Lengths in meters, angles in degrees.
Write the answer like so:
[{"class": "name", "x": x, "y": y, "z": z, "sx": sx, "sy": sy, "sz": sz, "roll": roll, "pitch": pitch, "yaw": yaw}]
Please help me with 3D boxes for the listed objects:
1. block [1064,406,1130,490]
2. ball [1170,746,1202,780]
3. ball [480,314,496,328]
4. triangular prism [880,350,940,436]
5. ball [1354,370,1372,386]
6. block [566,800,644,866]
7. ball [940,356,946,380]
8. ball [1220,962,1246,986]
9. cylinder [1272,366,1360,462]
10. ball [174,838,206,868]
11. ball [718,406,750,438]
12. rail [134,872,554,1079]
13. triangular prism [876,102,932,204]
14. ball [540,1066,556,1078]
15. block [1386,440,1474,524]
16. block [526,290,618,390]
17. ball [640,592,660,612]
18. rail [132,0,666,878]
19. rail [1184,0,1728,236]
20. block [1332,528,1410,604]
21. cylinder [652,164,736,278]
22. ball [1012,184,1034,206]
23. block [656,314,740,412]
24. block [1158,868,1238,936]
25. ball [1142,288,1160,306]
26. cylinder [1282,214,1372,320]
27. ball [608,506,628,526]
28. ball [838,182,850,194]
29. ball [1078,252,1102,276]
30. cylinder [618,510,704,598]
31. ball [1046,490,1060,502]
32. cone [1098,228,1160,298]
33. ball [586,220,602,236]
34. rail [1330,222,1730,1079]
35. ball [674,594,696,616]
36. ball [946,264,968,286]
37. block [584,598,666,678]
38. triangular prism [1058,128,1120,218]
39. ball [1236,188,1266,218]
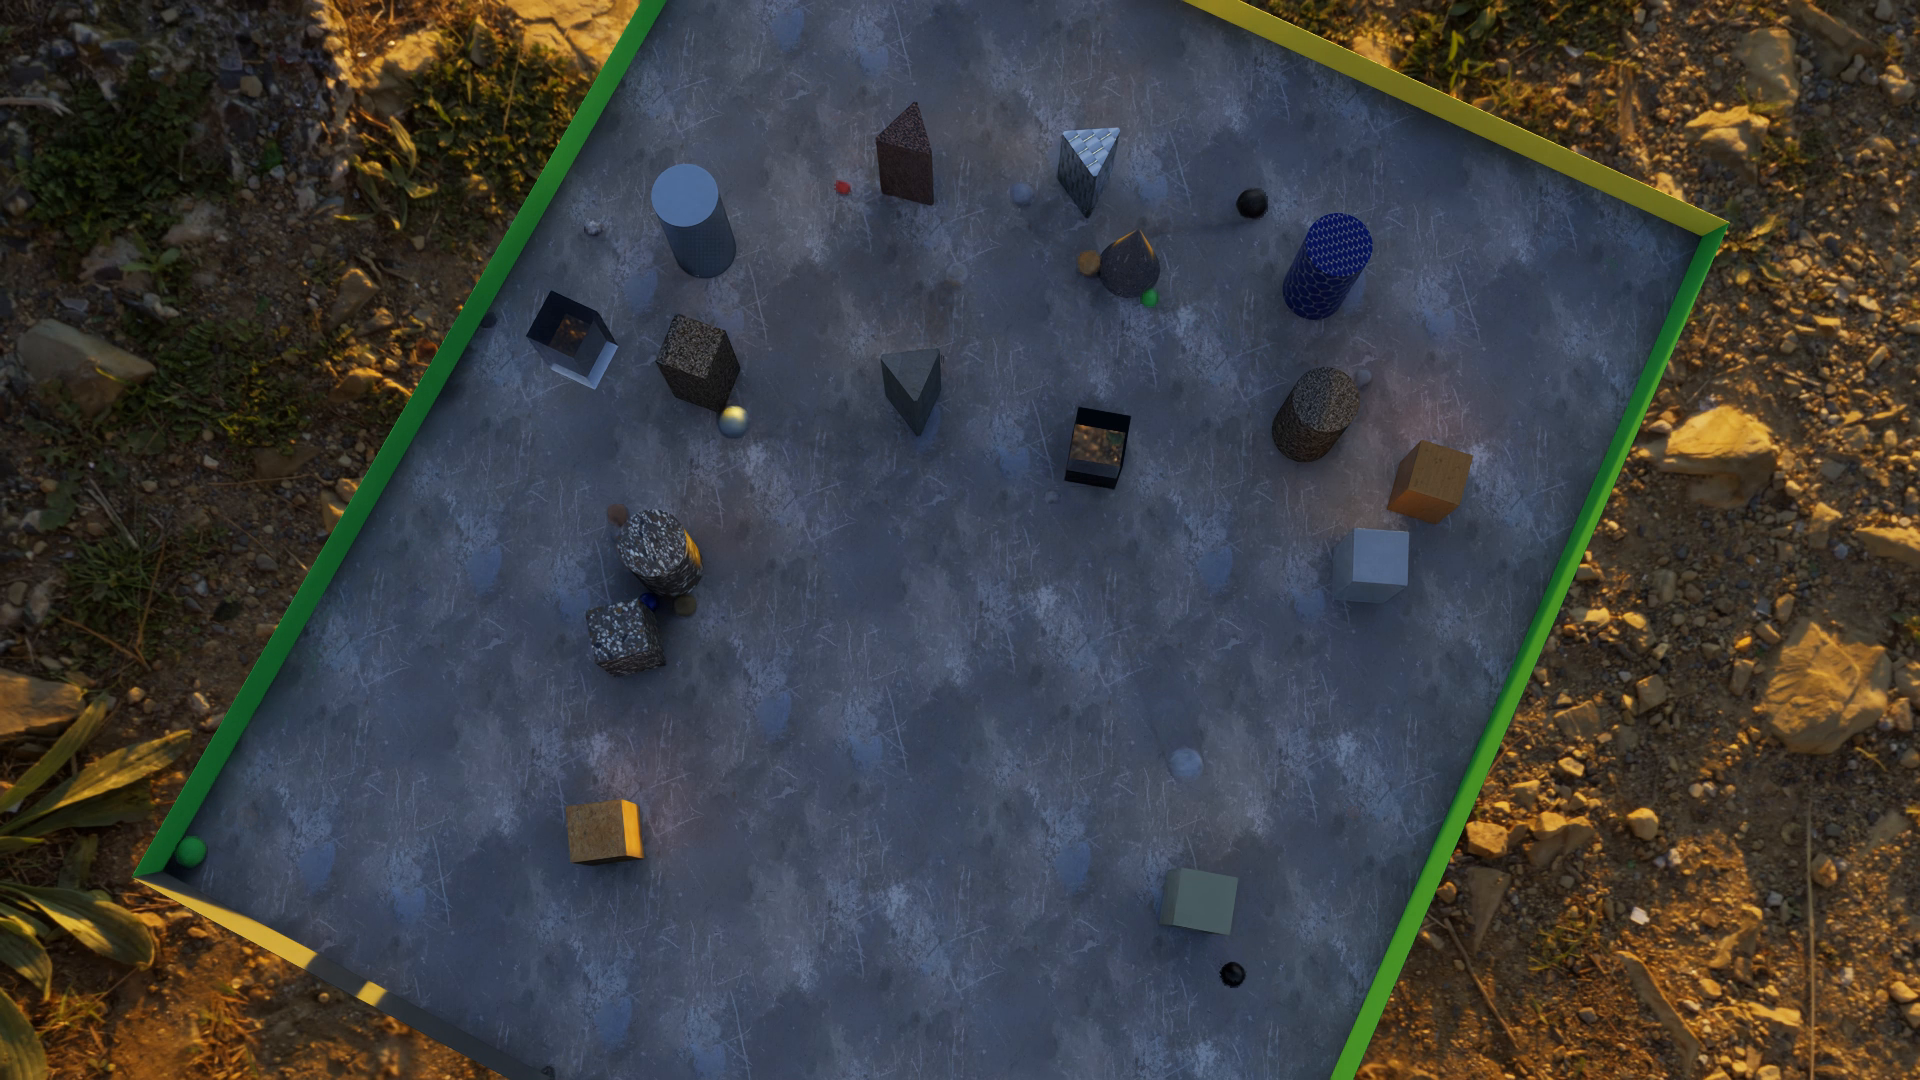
[{"class": "block", "x": 0.413, "y": -0.274, "z": 5.527, "sx": 0.158, "sy": 0.288, "sz": 0.158, "roll": 10, "pitch": 78, "yaw": 2}, {"class": "ball", "x": 0.670, "y": 0.661, "z": 5.430, "sx": 0.098, "sy": 0.098, "sz": 0.098, "roll": 0, "pitch": 78, "yaw": 0}, {"class": "ball", "x": -1.478, "y": -0.685, "z": 5.734, "sx": 0.048, "sy": 0.048, "sz": 0.048, "roll": 0, "pitch": 78, "yaw": 0}, {"class": "triangular prism", "x": -0.120, "y": -0.471, "z": 5.511, "sx": 0.148, "sy": 0.397, "sz": 0.171, "roll": -36, "pitch": 81, "yaw": -7}, {"class": "ball", "x": 1.251, "y": -0.502, "z": 5.694, "sx": 0.051, "sy": 0.051, "sz": 0.051, "roll": 0, "pitch": 78, "yaw": 0}, {"class": "block", "x": -1.022, "y": 0.847, "z": 5.291, "sx": 0.158, "sy": 0.294, "sz": 0.158, "roll": -7, "pitch": 78, "yaw": -2}, {"class": "ball", "x": -0.090, "y": -0.532, "z": 5.679, "sx": 0.093, "sy": 0.093, "sz": 0.093, "roll": 0, "pitch": 78, "yaw": 0}, {"class": "ball", "x": 0.793, "y": 1.260, "z": 5.320, "sx": 0.070, "sy": 0.070, "sz": 0.070, "roll": 0, "pitch": 78, "yaw": 0}, {"class": "cylinder", "x": 1.066, "y": -0.373, "z": 5.509, "sx": 0.197, "sy": 0.361, "sz": 0.197, "roll": 0, "pitch": 78, "yaw": 0}, {"class": "ball", "x": -2.260, "y": 0.919, "z": 5.383, "sx": 0.084, "sy": 0.084, "sz": 0.084, "roll": 0, "pitch": 78, "yaw": 0}, {"class": "ball", "x": -0.696, "y": -0.365, "z": 5.642, "sx": 0.099, "sy": 0.099, "sz": 0.099, "roll": 0, "pitch": 78, "yaw": 0}, {"class": "rail", "x": -0.868, "y": 1.707, "z": 5.197, "sx": 3.382, "sy": 0.128, "sz": 0.045, "roll": 26, "pitch": 80, "yaw": 5}, {"class": "triangular prism", "x": -0.151, "y": -1.200, "z": 5.660, "sx": 0.171, "sy": 0.402, "sz": 0.148, "roll": 14, "pitch": 79, "yaw": 3}, {"class": "ball", "x": -1.188, "y": 1.537, "z": 5.277, "sx": 0.042, "sy": 0.042, "sz": 0.042, "roll": 0, "pitch": 78, "yaw": 0}, {"class": "block", "x": 1.411, "y": -0.171, "z": 5.514, "sx": 0.158, "sy": 0.271, "sz": 0.158, "roll": 18, "pitch": 79, "yaw": 4}, {"class": "block", "x": -1.175, "y": -0.604, "z": 5.573, "sx": 0.158, "sy": 0.331, "sz": 0.158, "roll": 25, "pitch": 79, "yaw": 5}, {"class": "ball", "x": -0.942, "y": 0.190, "z": 5.545, "sx": 0.064, "sy": 0.064, "sz": 0.064, "roll": 0, "pitch": 78, "yaw": 0}, {"class": "rail", "x": -1.491, "y": -0.723, "z": 5.700, "sx": 0.045, "sy": 0.128, "sz": 3.929, "roll": 26, "pitch": 80, "yaw": 5}, {"class": "rail", "x": 0.868, "y": -1.693, "z": 5.901, "sx": 3.382, "sy": 0.128, "sz": 0.045, "roll": 26, "pitch": 80, "yaw": 5}, {"class": "block", "x": 1.215, "y": 0.079, "z": 5.443, "sx": 0.158, "sy": 0.308, "sz": 0.158, "roll": 5, "pitch": 78, "yaw": 1}, {"class": "cylinder", "x": -0.807, "y": -0.967, "z": 5.591, "sx": 0.197, "sy": 0.442, "sz": 0.197, "roll": 0, "pitch": 78, "yaw": 0}, {"class": "ball", "x": 0.198, "y": -1.093, "z": 5.807, "sx": 0.071, "sy": 0.071, "sz": 0.071, "roll": 0, "pitch": 78, "yaw": 0}, {"class": "block", "x": -0.787, "y": -0.529, "z": 5.534, "sx": 0.158, "sy": 0.376, "sz": 0.158, "roll": 20, "pitch": 79, "yaw": 4}, {"class": "block", "x": 0.675, "y": 1.030, "z": 5.216, "sx": 0.158, "sy": 0.366, "sz": 0.158, "roll": 10, "pitch": 78, "yaw": 2}, {"class": "ball", "x": 0.599, "y": -0.762, "z": 5.746, "sx": 0.055, "sy": 0.055, "sz": 0.055, "roll": 0, "pitch": 78, "yaw": 0}, {"class": "cylinder", "x": 1.115, "y": -0.828, "z": 5.584, "sx": 0.197, "sy": 0.400, "sz": 0.197, "roll": 0, "pitch": 78, "yaw": 0}, {"class": "ball", "x": -1.047, "y": -0.074, "z": 5.600, "sx": 0.062, "sy": 0.062, "sz": 0.062, "roll": 0, "pitch": 78, "yaw": 0}, {"class": "ball", "x": -0.370, "y": -1.120, "z": 5.827, "sx": 0.041, "sy": 0.041, "sz": 0.041, "roll": 0, "pitch": 78, "yaw": 0}, {"class": "ball", "x": 0.407, "y": -0.867, "z": 5.759, "sx": 0.074, "sy": 0.074, "sz": 0.074, "roll": 0, "pitch": 78, "yaw": 0}, {"class": "cylinder", "x": -0.882, "y": 0.045, "z": 5.424, "sx": 0.197, "sy": 0.360, "sz": 0.197, "roll": 0, "pitch": 78, "yaw": 0}, {"class": "ball", "x": 0.286, "y": -0.134, "z": 5.623, "sx": 0.041, "sy": 0.041, "sz": 0.041, "roll": 0, "pitch": 78, "yaw": 0}, {"class": "cone", "x": 0.533, "y": -0.894, "z": 5.626, "sx": 0.197, "sy": 0.344, "sz": 0.197, "roll": 0, "pitch": 78, "yaw": 0}, {"class": "ball", "x": -1.159, "y": -0.987, "z": 5.795, "sx": 0.050, "sy": 0.050, "sz": 0.050, "roll": 0, "pitch": 78, "yaw": 0}, {"class": "rail", "x": 1.491, "y": 0.737, "z": 5.398, "sx": 0.045, "sy": 0.128, "sz": 3.929, "roll": 26, "pitch": 80, "yaw": 5}, {"class": "ball", "x": -0.834, "y": 0.199, "z": 5.541, "sx": 0.067, "sy": 0.067, "sz": 0.067, "roll": 0, "pitch": 78, "yaw": 0}, {"class": "ball", "x": -0.011, "y": -0.833, "z": 5.755, "sx": 0.067, "sy": 0.067, "sz": 0.067, "roll": 0, "pitch": 78, "yaw": 0}, {"class": "block", "x": -0.982, "y": 0.290, "z": 5.397, "sx": 0.158, "sy": 0.312, "sz": 0.158, "roll": -14, "pitch": 79, "yaw": -3}, {"class": "triangular prism", "x": 0.420, "y": -1.166, "z": 5.685, "sx": 0.148, "sy": 0.338, "sz": 0.171, "roll": -33, "pitch": 80, "yaw": -6}, {"class": "ball", "x": 0.921, "y": -1.062, "z": 5.789, "sx": 0.093, "sy": 0.093, "sz": 0.093, "roll": 0, "pitch": 78, "yaw": 0}]
